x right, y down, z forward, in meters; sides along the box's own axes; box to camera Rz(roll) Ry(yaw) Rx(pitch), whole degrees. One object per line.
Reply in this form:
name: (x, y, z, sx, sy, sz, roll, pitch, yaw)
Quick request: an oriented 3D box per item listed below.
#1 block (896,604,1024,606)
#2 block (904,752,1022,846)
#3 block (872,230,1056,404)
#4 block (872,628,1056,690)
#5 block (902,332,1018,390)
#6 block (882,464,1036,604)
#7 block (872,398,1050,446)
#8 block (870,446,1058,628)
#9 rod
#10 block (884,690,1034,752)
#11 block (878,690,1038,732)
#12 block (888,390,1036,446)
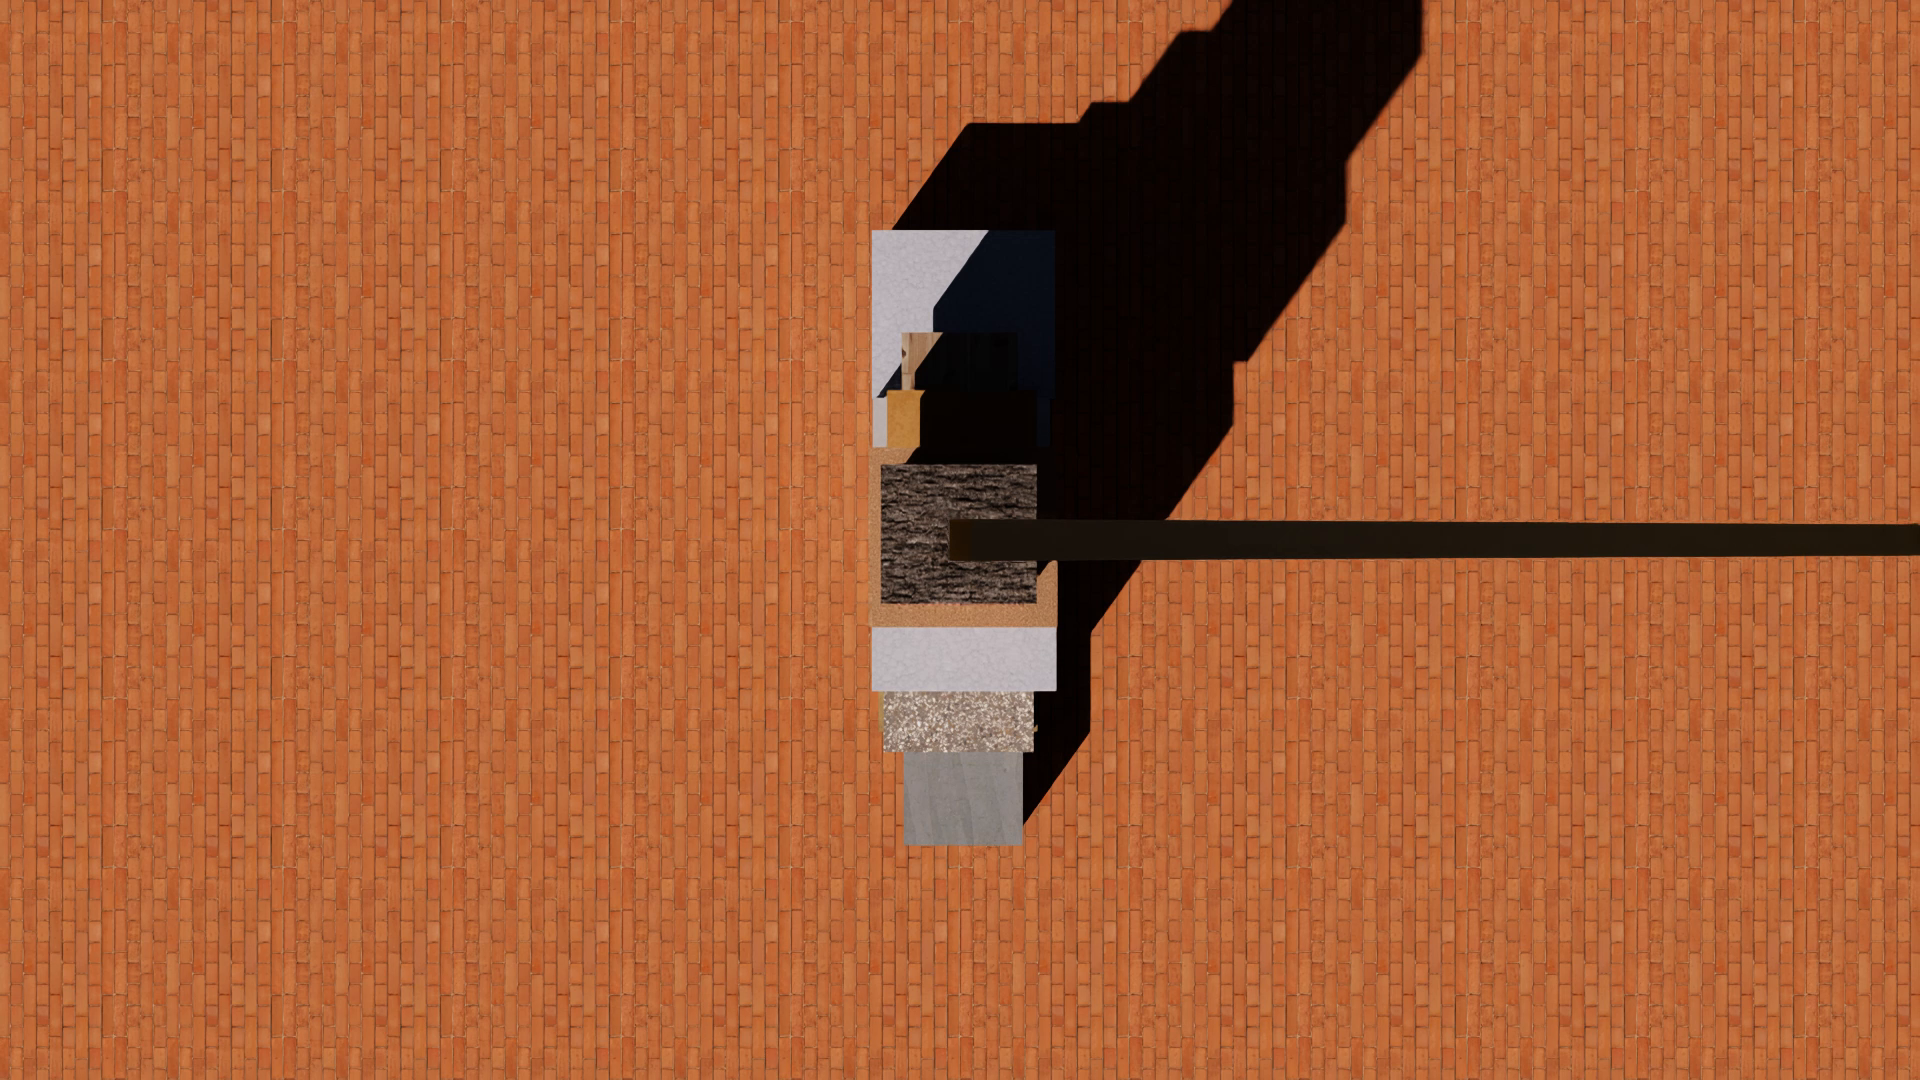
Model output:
block: (0.000, -0.015, 9.212, 0.518, 0.574, 0.572, 0, 90, 0)
block: (0.018, 1.386, 12.683, 0.671, 0.633, 0.663, 0, 90, 0)
block: (0.020, -1.251, 12.598, 1.016, 0.805, 0.934, 0, 90, 0)
block: (0.019, 0.299, 10.666, 0.857, 0.901, 0.810, 0, 90, 0)
block: (-0.002, -0.735, 11.665, 0.600, 0.602, 0.676, 0, 90, 0)
block: (-0.004, -0.020, 8.641, 0.592, 0.568, 0.529, 0, 90, 0)
block: (0.008, -0.327, 12.483, 0.963, 1.035, 0.894, 0, 90, 0)
block: (0.014, -0.010, 9.858, 0.813, 0.719, 0.780, 0, 90, 0)
rod: (2.234, 0.000, 5.543, 5.200, 0.080, 0.080, 0, 90, -31)
block: (-0.007, 0.684, 11.553, 0.758, 0.873, 0.777, 0, 90, 0)
block: (-0.011, 0.587, 12.495, 0.866, 1.010, 0.915, 0, 90, 0)
block: (0.009, -0.414, 10.855, 0.715, 0.673, 0.595, 0, 89, 0)
